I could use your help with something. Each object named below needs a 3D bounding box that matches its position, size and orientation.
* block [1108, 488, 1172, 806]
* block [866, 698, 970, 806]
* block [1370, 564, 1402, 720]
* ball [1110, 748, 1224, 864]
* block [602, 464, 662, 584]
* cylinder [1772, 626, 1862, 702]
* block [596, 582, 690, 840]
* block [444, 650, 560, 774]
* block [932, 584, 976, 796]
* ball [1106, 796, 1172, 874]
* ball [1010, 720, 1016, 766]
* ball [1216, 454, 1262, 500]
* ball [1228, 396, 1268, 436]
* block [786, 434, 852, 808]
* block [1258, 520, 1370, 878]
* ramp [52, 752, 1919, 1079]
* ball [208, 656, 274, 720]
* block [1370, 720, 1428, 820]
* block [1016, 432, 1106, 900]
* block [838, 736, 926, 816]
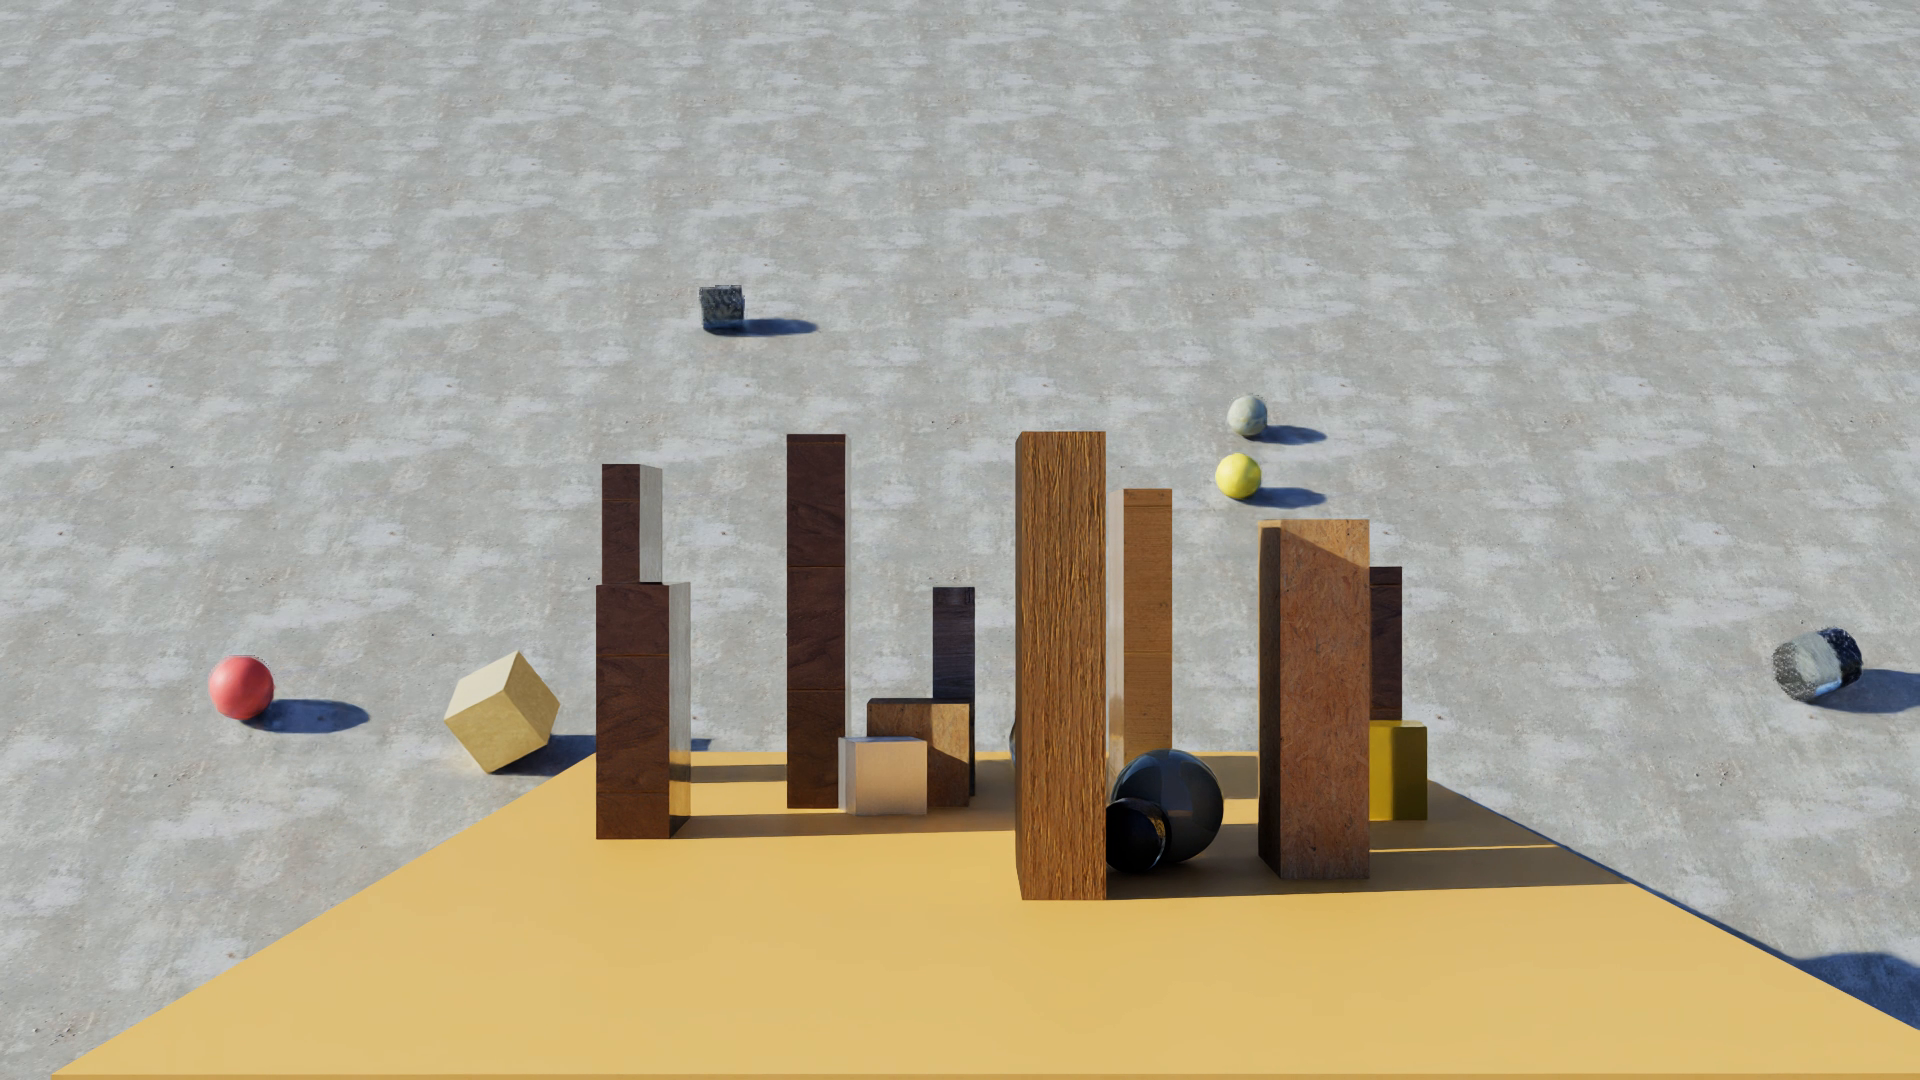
[{"bbox_3d":[0.325,0.228,4.694,0.084,0.635,0.444,0,0,0],"label":"block"},{"bbox_3d":[-0.085,0.440,5.396,0.210,0.210,0.210,0,0,1],"label":"block"},{"bbox_3d":[0.844,0.299,5.358,0.098,0.492,0.264,0,0,0],"label":"block"},{"bbox_3d":[0.350,0.449,4.375,0.194,0.194,0.194,0,30,0],"label":"ball"},{"bbox_3d":[-0.756,0.188,5.989,0.085,0.715,0.441,0,0,0],"label":"block"},{"bbox_3d":[2.327,0.336,7.025,0.164,0.164,0.164,-16,33,-25],"label":"cylinder"},{"bbox_3d":[-0.597,0.314,4.904,0.133,0.464,0.377,0,0,0],"label":"block"},{"bbox_3d":[-1.190,0.447,6.730,0.192,0.192,0.192,-27,25,17],"label":"block"},{"bbox_3d":[-0.013,0.322,5.722,0.090,0.445,0.442,0,0,0],"label":"block"},{"bbox_3d":[0.284,0.483,4.234,0.126,0.126,0.126,0,30,0],"label":"ball"},{"bbox_3d":[0.211,0.441,5.614,0.207,0.207,0.207,0,30,0],"label":"ball"},{"bbox_3d":[0.858,-0.196,7.976,0.141,0.141,0.141,0,30,0],"label":"ball"},{"bbox_3d":[0.929,-0.399,8.340,0.131,0.131,0.131,0,30,0],"label":"ball"},{"bbox_3d":[-0.292,0.165,5.401,0.119,0.761,0.300,0,0,0],"label":"block"},{"bbox_3d":[0.588,0.256,4.325,0.143,0.579,0.311,0,0,0],"label":"block"},{"bbox_3d":[0.067,0.596,4.652,2.000,0.100,4.000,0,0,0],"label":"ramp"},{"bbox_3d":[-1.920,0.396,6.915,0.169,0.169,0.169,0,30,0],"label":"ball"},{"bbox_3d":[0.828,0.454,5.132,0.181,0.181,0.181,0,0,5],"label":"block"},{"bbox_3d":[0.157,0.191,4.144,0.127,0.711,0.447,0,0,0],"label":"block"},{"bbox_3d":[-0.156,0.473,5.197,0.146,0.146,0.146,0,0,-16],"label":"block"}]
